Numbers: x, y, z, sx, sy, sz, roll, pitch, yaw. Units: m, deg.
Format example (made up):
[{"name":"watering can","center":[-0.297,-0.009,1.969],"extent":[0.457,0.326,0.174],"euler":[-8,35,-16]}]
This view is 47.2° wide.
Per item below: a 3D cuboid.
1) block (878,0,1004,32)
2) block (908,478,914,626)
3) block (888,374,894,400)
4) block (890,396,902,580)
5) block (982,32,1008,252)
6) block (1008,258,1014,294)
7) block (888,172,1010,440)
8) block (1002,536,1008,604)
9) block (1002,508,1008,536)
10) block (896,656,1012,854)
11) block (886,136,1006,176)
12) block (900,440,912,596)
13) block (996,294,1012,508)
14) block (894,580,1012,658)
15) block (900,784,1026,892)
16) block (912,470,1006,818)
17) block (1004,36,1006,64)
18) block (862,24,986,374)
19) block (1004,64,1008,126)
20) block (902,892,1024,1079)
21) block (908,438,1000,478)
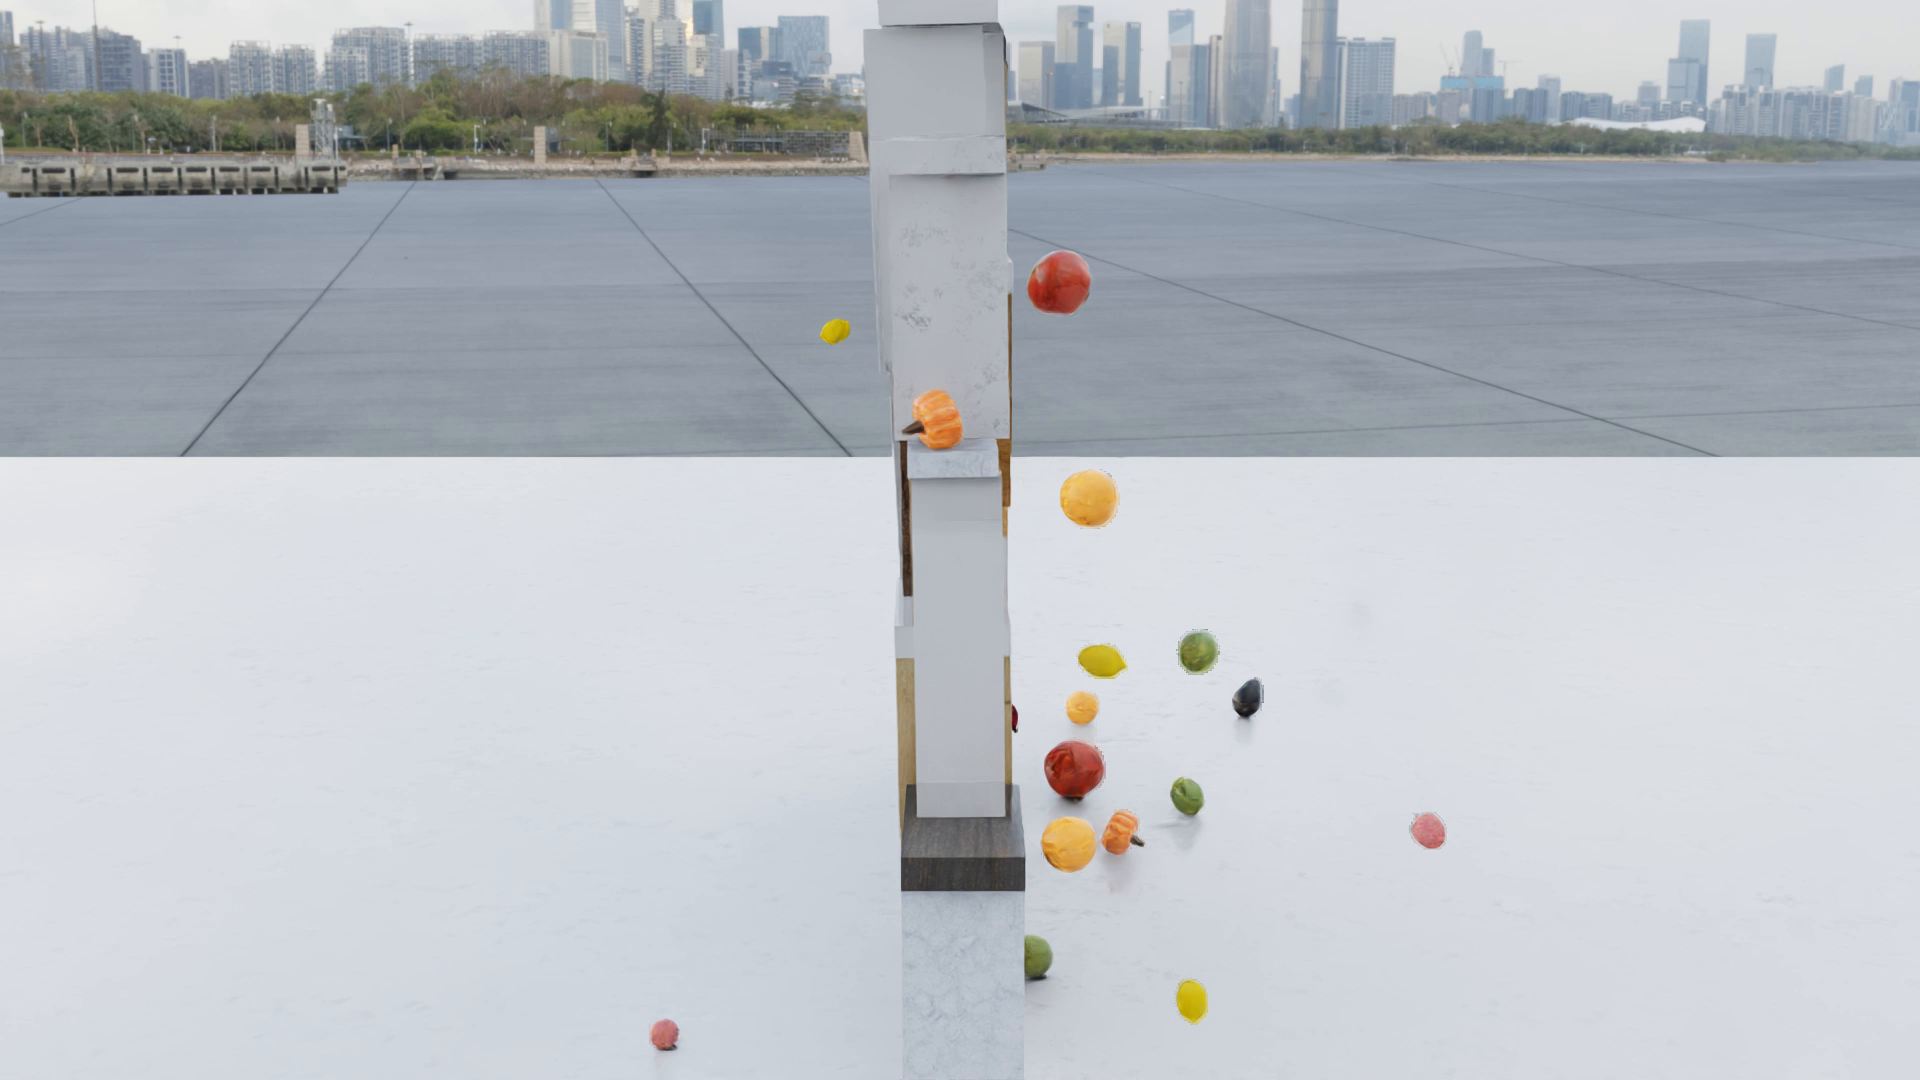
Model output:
[{"name":"block","center":[-0.024,-0.807,3.368],"extent":[0.174,0.049,0.348],"euler":[-1,10,3]},{"name":"block","center":[-0.010,0.000,3.013],"extent":[0.117,0.233,0.033],"euler":[-1,11,-1]},{"name":"block","center":[-0.030,-0.226,3.273],"extent":[0.135,0.038,0.271],"euler":[-3,10,-5]},{"name":"block","center":[-0.029,-0.002,3.407],"extent":[0.135,0.449,0.038],"euler":[-4,11,-4]},{"name":"block","center":[-0.015,-0.632,3.520],"extent":[0.174,0.348,0.049],"euler":[-2,11,-1]},{"name":"block","center":[-0.008,-0.434,3.552],"extent":[0.170,0.048,0.339],"euler":[0,10,-2]},{"name":"block","center":[-0.014,-0.307,2.895],"extent":[0.152,0.347,0.043],"euler":[-1,11,0]},{"name":"block","center":[-0.002,0.168,3.558],"extent":[0.156,0.370,0.044],"euler":[0,10,0]},{"name":"block","center":[-0.005,-0.055,3.623],"extent":[0.156,0.044,0.312],"euler":[0,11,-1]},{"name":"block","center":[-0.007,0.309,3.111],"extent":[0.160,0.320,0.045],"euler":[-1,11,-1]},{"name":"block","center":[-0.016,-0.519,2.959],"extent":[0.152,0.043,0.304],"euler":[-1,11,1]},{"name":"block","center":[-0.018,-0.056,3.211],"extent":[0.135,0.271,0.038],"euler":[-1,10,-1]},{"name":"block","center":[-0.005,-0.223,3.474],"extent":[0.170,0.339,0.048],"euler":[0,10,-1]},{"name":"block","center":[-0.013,0.110,3.183],"extent":[0.160,0.045,0.320],"euler":[-1,10,-1]},{"name":"block","center":[0.004,0.390,2.908],"extent":[0.157,0.044,0.313],"euler":[0,11,0]},{"name":"block","center":[-0.002,0.138,2.884],"extent":[0.117,0.458,0.033],"euler":[-1,10,-1]},{"name":"block","center":[0.000,-0.822,3.699],"extent":[0.153,0.043,0.307],"euler":[0,11,2]},{"name":"block","center":[-0.046,-0.508,3.299],"extent":[0.174,0.509,0.049],"euler":[-3,11,-4]},{"name":"block","center":[0.000,-0.627,3.618],"extent":[0.153,0.307,0.043],"euler":[0,10,0]},{"name":"block","center":[0.004,0.585,2.838],"extent":[0.157,0.313,0.044],"euler":[0,11,0]},{"name":"block","center":[-0.011,-0.117,2.913],"extent":[0.117,0.033,0.233],"euler":[-1,10,-1]}]
